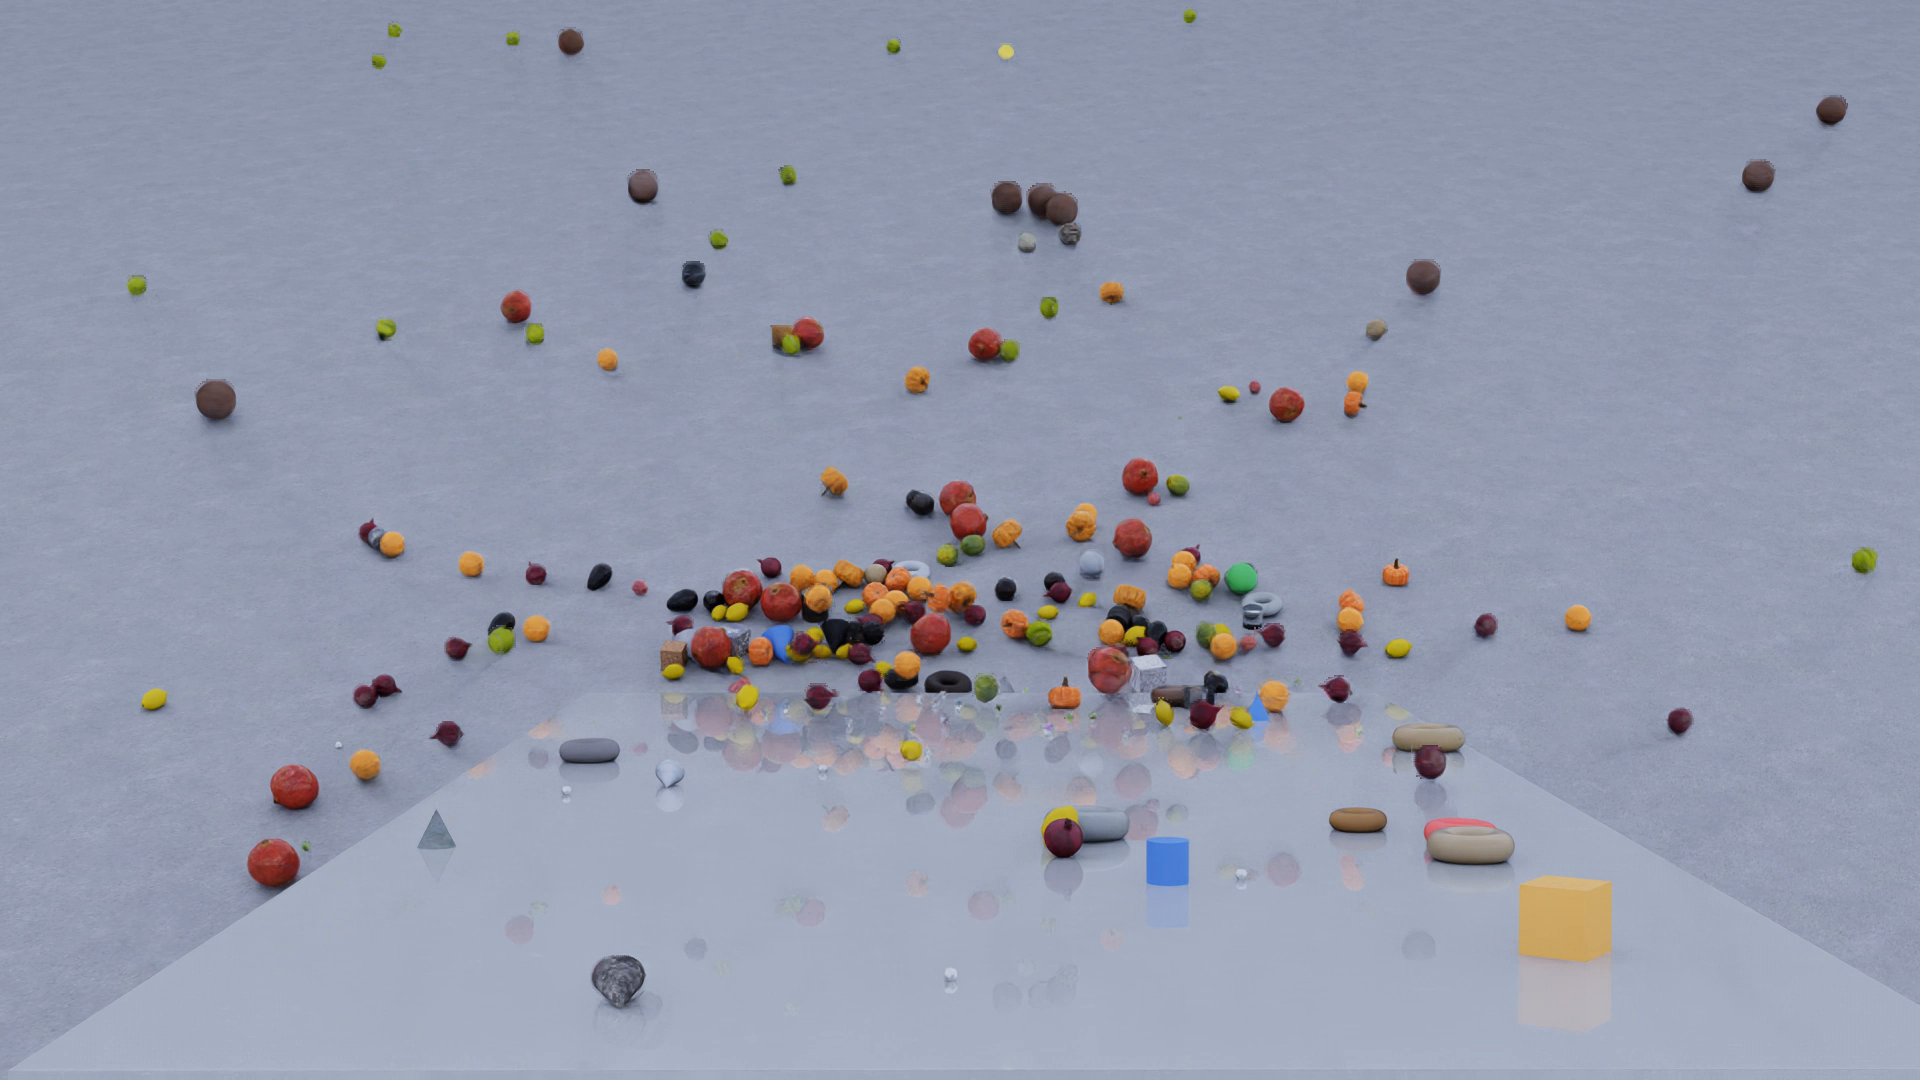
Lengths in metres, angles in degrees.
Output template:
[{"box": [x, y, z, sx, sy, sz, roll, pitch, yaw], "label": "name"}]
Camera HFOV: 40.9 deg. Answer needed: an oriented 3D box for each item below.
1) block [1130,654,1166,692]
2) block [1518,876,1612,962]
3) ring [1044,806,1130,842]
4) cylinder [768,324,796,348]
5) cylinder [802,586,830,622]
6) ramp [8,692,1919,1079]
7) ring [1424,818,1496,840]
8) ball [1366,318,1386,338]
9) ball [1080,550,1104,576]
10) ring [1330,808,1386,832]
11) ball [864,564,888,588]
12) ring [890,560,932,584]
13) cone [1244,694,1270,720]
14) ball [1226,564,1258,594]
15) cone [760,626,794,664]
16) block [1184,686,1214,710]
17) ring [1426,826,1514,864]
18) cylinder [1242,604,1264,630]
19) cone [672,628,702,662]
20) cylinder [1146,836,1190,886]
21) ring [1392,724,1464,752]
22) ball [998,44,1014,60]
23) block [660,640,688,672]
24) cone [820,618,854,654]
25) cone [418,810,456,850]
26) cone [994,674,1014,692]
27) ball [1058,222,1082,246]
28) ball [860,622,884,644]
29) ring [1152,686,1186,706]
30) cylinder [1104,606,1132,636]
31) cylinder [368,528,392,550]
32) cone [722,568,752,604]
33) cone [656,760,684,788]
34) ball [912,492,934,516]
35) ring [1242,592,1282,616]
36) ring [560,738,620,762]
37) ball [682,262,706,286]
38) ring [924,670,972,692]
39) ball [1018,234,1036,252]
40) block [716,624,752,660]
[{"box": [0.493, 0.353, 6.757, 0.074, 0.074, 0.074, -7, 25, -16], "label": "block"}, {"box": [0.738, 0.461, 3.142, 0.085, 0.085, 0.085, 1, 2, 34], "label": "block"}, {"box": [0.201, 0.449, 4.083, 0.137, 0.046, 0.137, 1, 1, 0], "label": "ring"}, {"box": [-0.630, -0.720, 9.127, 0.070, 0.070, 0.070, 15, 15, -30], "label": "cylinder"}, {"box": [-0.401, 0.179, 7.140, 0.075, 0.075, 0.075, 0, 24, 0], "label": "cylinder"}, {"box": [0.056, 0.506, 4.550, 2.000, 0.100, 4.000, 0, 2, 0], "label": "ramp"}, {"box": [0.777, 0.455, 3.998, 0.114, 0.038, 0.114, 1, 1, 0], "label": "ring"}, {"box": [1.485, -0.753, 9.199, 0.071, 0.071, 0.071, 0, 24, 0], "label": "ball"}, {"box": [0.379, 0.068, 7.388, 0.073, 0.073, 0.073, 0, 24, 0], "label": "ball"}, {"box": [0.644, 0.453, 4.170, 0.093, 0.031, 0.093, -1, 3, 0], "label": "ring"}, {"box": [-0.239, 0.101, 7.320, 0.068, 0.068, 0.068, 0, 24, 0], "label": "ball"}, {"box": [-0.140, 0.093, 7.374, 0.116, 0.039, 0.116, 0, 23, 0], "label": "ring"}, {"box": [0.679, 0.380, 5.891, 0.060, 0.060, 0.060, 0, 2, 0], "label": "cone"}, {"box": [0.795, 0.110, 7.276, 0.089, 0.089, 0.089, 0, 24, 0], "label": "ball"}, {"box": [-0.479, 0.296, 6.920, 0.096, 0.096, 0.096, -8, 52, -17], "label": "cone"}, {"box": [0.569, 0.376, 6.117, 0.053, 0.053, 0.053, 1, 2, 27], "label": "block"}, {"box": [0.766, 0.458, 3.863, 0.130, 0.043, 0.130, -1, 3, 0], "label": "ring"}, {"box": [0.806, 0.212, 7.093, 0.054, 0.054, 0.054, 0, 24, 0], "label": "cylinder"}, {"box": [-0.722, 0.298, 6.922, 0.085, 0.085, 0.085, -10, 53, -21], "label": "cone"}, {"box": [0.295, 0.456, 3.656, 0.060, 0.060, 0.060, 0, 2, 0], "label": "cylinder"}, {"box": [0.962, 0.406, 5.288, 0.148, 0.049, 0.148, -1, 2, 0], "label": "ring"}, {"box": [0.231, -2.448, 12.928, 0.075, 0.075, 0.075, 0, 24, 0], "label": "ball"}, {"box": [-0.763, 0.310, 6.871, 0.059, 0.059, 0.059, 3, 25, 7], "label": "block"}, {"box": [-0.336, 0.276, 6.969, 0.090, 0.090, 0.090, 2, 51, 4], "label": "cone"}, {"box": [-0.811, 0.446, 3.992, 0.059, 0.059, 0.059, 0, 2, 0], "label": "cone"}, {"box": [0.116, 0.381, 6.696, 0.074, 0.074, 0.074, 0, 24, 0], "label": "cone"}, {"box": [0.435, -1.210, 10.181, 0.091, 0.091, 0.091, 0, 24, 0], "label": "ball"}, {"box": [-0.239, 0.252, 6.992, 0.065, 0.065, 0.065, 0, 24, 0], "label": "ball"}, {"box": [0.528, 0.376, 6.230, 0.134, 0.045, 0.134, -1, 1, 0], "label": "ring"}, {"box": [0.432, 0.222, 7.056, 0.065, 0.065, 0.065, 6, 25, 12], "label": "cylinder"}, {"box": [-1.702, 0.000, 7.558, 0.056, 0.056, 0.056, -15, 18, -30], "label": "cylinder"}, {"box": [-0.613, 0.144, 7.257, 0.093, 0.093, 0.093, -10, 53, -22], "label": "cone"}, {"box": [-0.533, 0.439, 4.709, 0.054, 0.054, 0.054, 0, 28, 1], "label": "cone"}, {"box": [-0.111, -0.107, 7.771, 0.070, 0.070, 0.070, 0, 24, 0], "label": "ball"}, {"box": [0.843, 0.179, 7.185, 0.114, 0.038, 0.114, -1, 25, 1], "label": "ring"}, {"box": [-0.735, 0.418, 5.111, 0.120, 0.040, 0.120, -1, 3, 0], "label": "ring"}, {"box": [-1.006, -1.001, 9.720, 0.091, 0.091, 0.091, 0, 24, 0], "label": "ball"}, {"box": [-0.031, 0.381, 6.736, 0.125, 0.042, 0.125, 1, 25, -1], "label": "ring"}, {"box": [0.262, -1.164, 10.098, 0.076, 0.076, 0.076, 0, 24, 0], "label": "ball"}, {"box": [-0.609, 0.273, 6.944, 0.065, 0.065, 0.065, 16, 29, 31], "label": "block"}]
